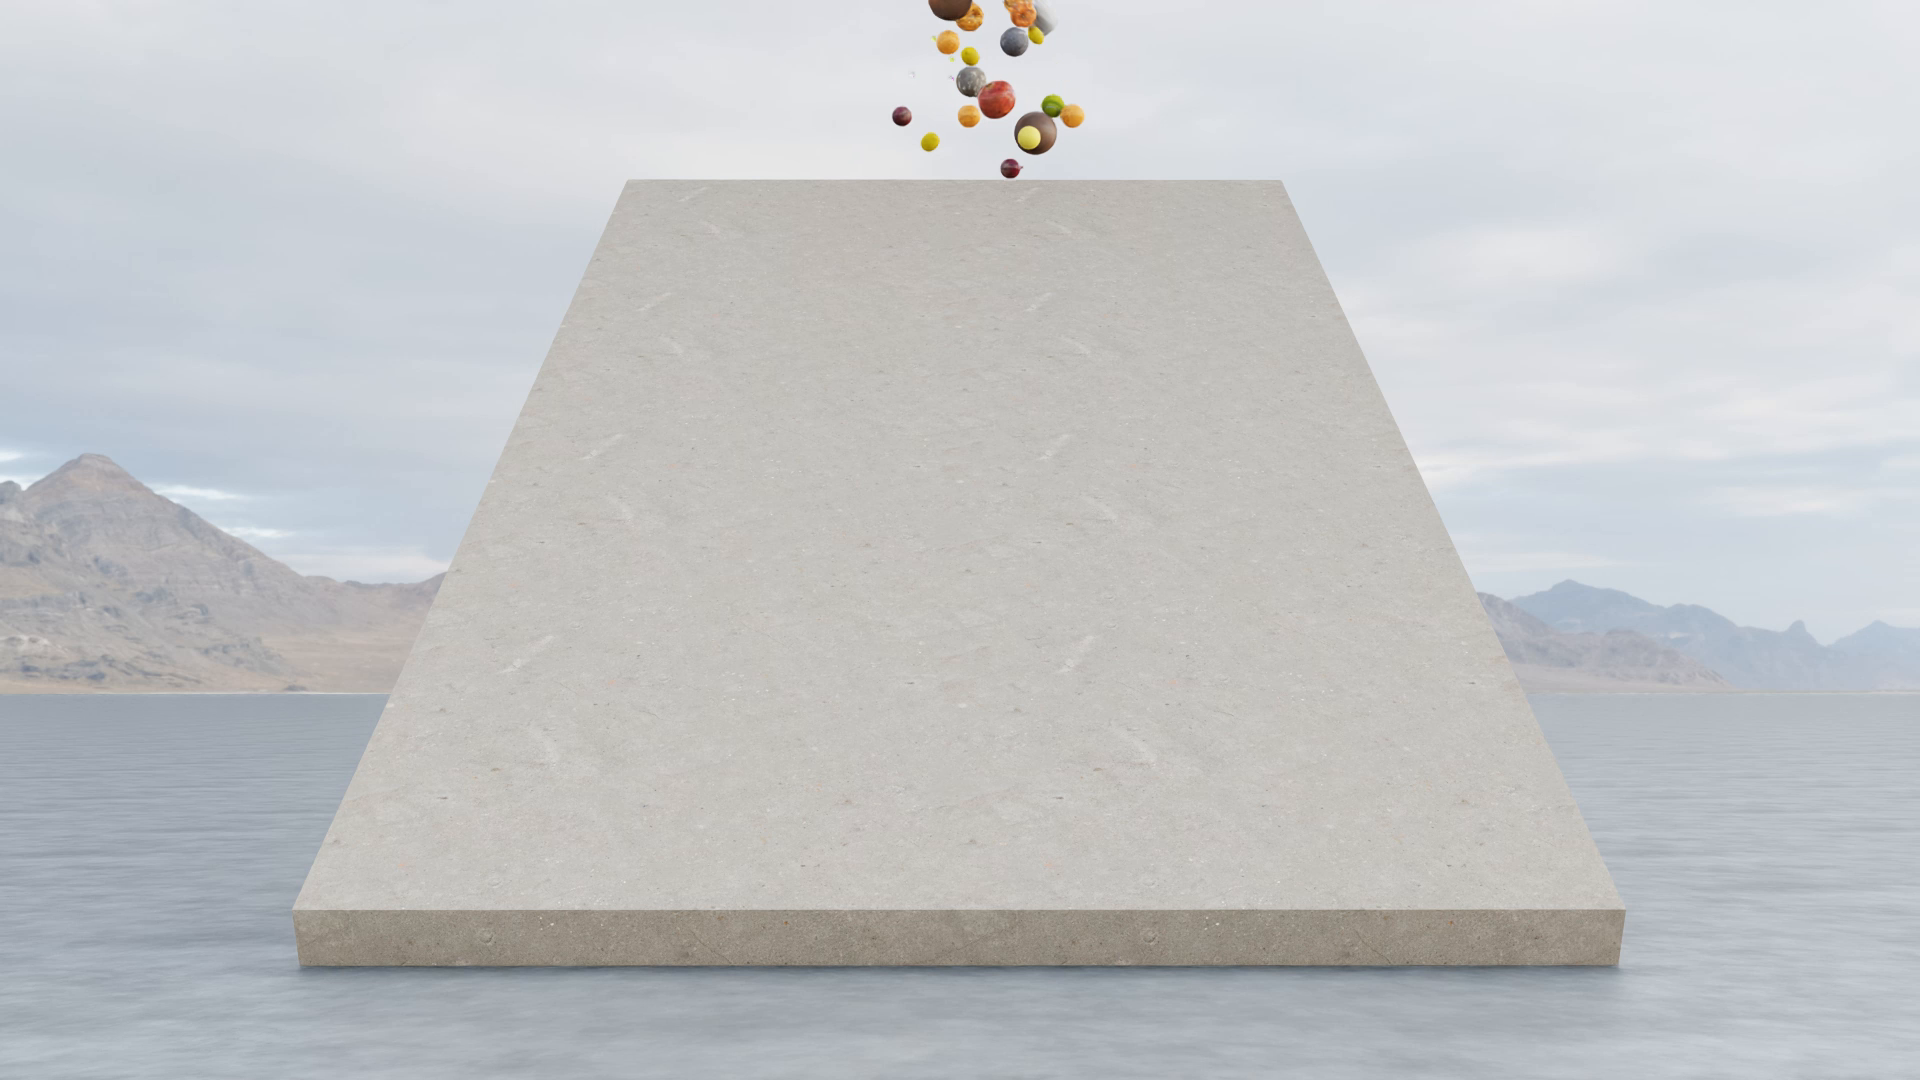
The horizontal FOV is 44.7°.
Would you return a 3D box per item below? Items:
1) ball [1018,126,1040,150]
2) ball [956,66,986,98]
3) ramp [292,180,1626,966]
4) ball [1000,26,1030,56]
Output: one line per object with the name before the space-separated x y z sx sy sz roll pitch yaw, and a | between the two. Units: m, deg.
ball | 0.203 -1.181 6.854 0.067 0.067 0.067 0 -4 0
ball | 0.034 -1.362 6.929 0.092 0.092 0.092 0 -4 0
ramp | -0.008 -0.229 5.338 2.000 0.100 4.000 0 24 0
ball | 0.162 -1.481 6.936 0.087 0.087 0.087 0 -4 0
